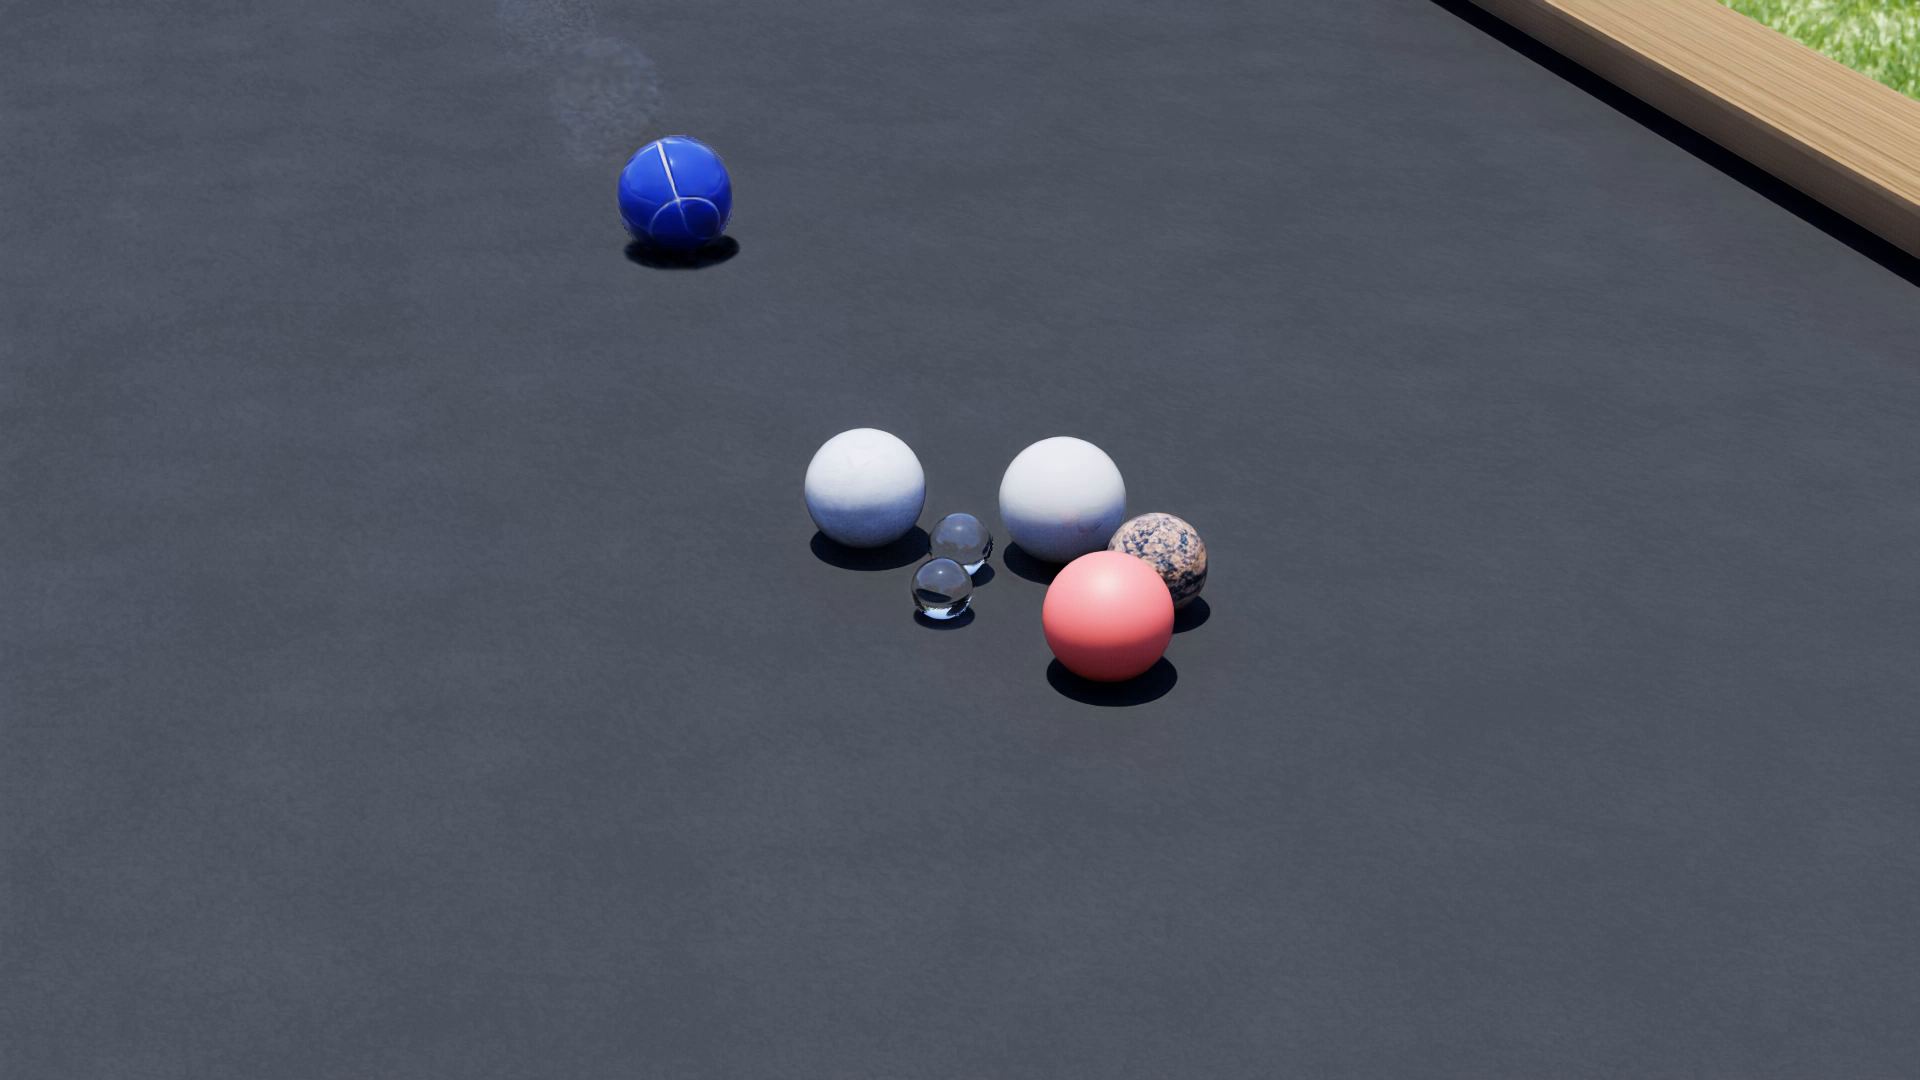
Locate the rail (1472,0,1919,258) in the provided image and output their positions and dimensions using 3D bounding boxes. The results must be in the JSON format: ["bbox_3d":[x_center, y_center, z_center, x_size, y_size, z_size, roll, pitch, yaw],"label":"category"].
[{"bbox_3d":[0.622,-0.514,2.896,0.045,0.126,3.294,-9,28,-17],"label":"rail"}]

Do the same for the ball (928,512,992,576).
[{"bbox_3d":[0.000,0.003,1.962,0.043,0.043,0.043,0,27,0],"label":"ball"}]

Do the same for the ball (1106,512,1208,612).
[{"bbox_3d":[0.128,0.016,1.910,0.067,0.067,0.067,0,27,0],"label":"ball"}]

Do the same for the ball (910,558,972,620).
[{"bbox_3d":[-0.012,0.031,1.909,0.040,0.040,0.040,0,27,0],"label":"ball"}]

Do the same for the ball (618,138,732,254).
[{"bbox_3d":[-0.241,-0.291,2.488,0.097,0.097,0.097,0,27,0],"label":"ball"}]

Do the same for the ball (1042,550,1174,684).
[{"bbox_3d":[0.092,0.048,1.829,0.082,0.082,0.082,0,27,0],"label":"ball"}]

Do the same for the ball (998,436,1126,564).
[{"bbox_3d":[0.069,-0.026,1.973,0.086,0.086,0.086,0,27,0],"label":"ball"}]

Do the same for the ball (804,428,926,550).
[{"bbox_3d":[-0.064,-0.034,1.992,0.083,0.083,0.083,0,27,0],"label":"ball"}]
